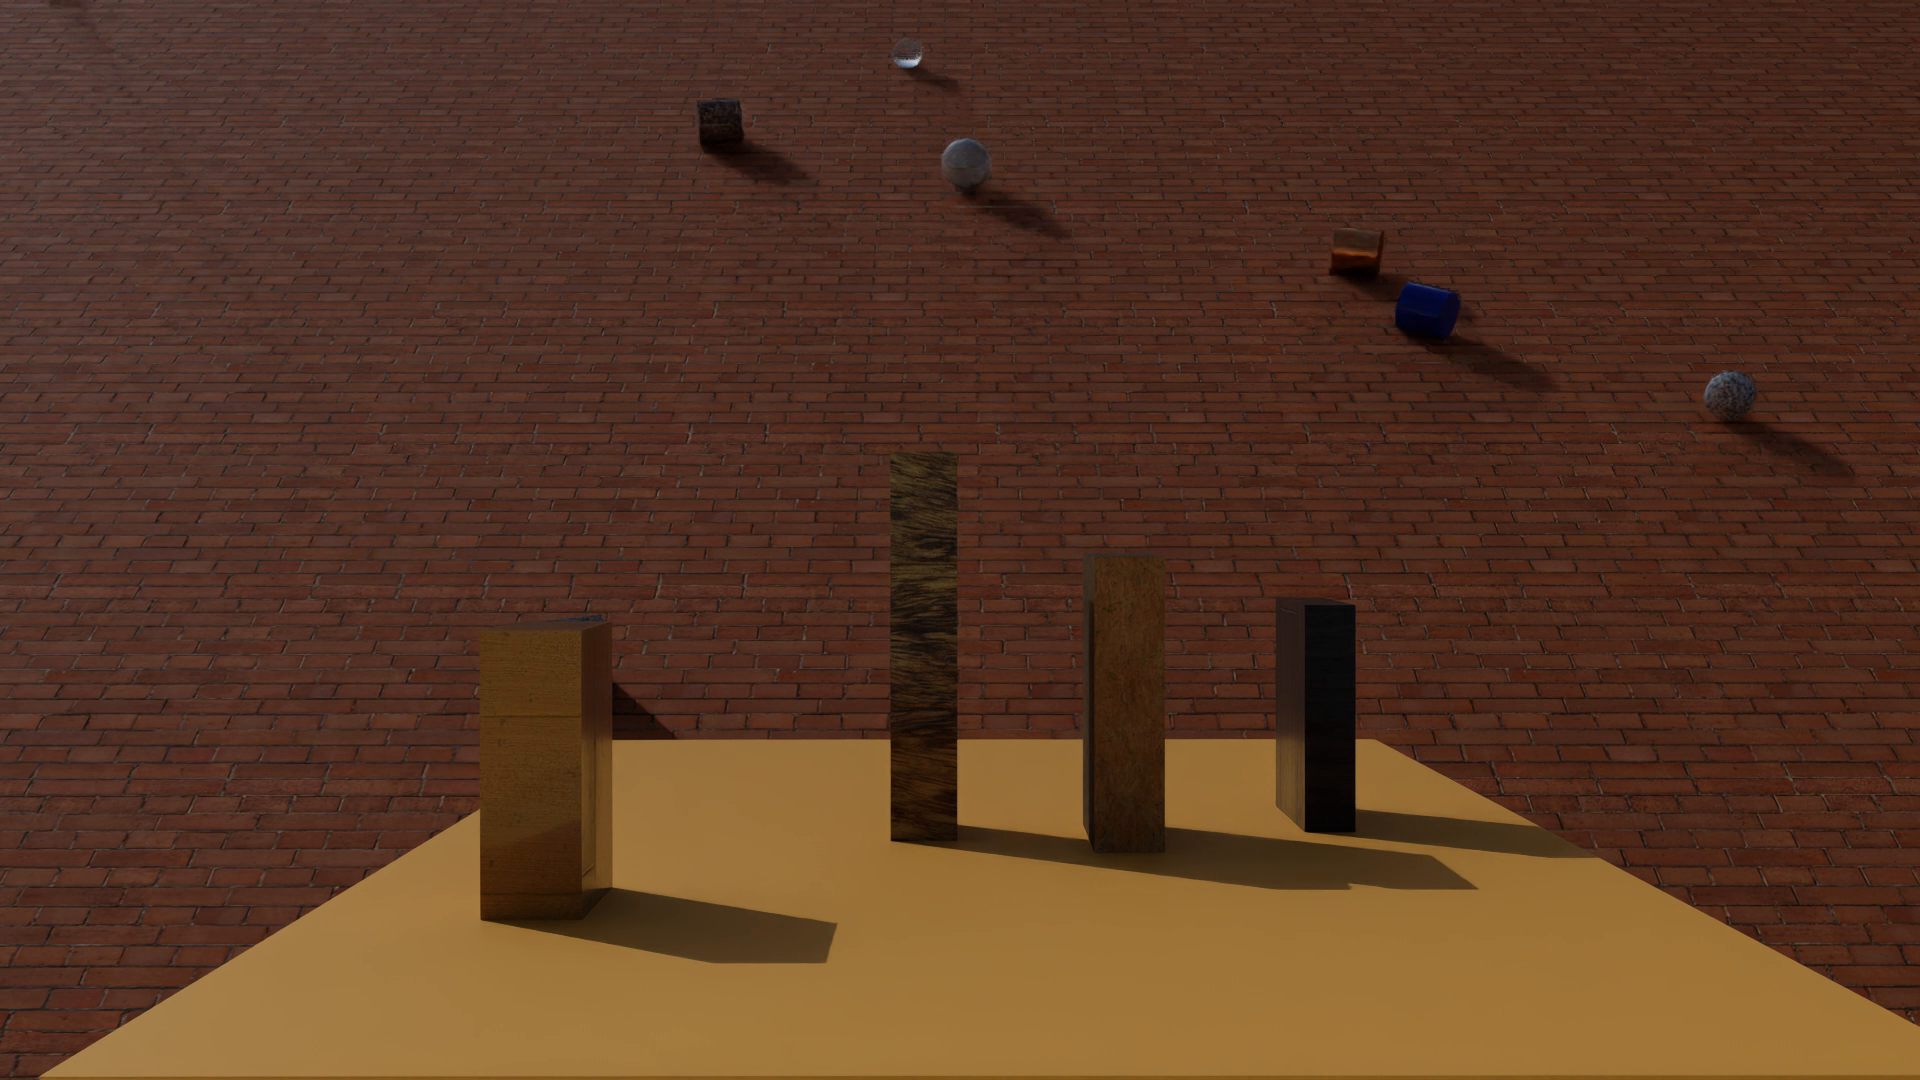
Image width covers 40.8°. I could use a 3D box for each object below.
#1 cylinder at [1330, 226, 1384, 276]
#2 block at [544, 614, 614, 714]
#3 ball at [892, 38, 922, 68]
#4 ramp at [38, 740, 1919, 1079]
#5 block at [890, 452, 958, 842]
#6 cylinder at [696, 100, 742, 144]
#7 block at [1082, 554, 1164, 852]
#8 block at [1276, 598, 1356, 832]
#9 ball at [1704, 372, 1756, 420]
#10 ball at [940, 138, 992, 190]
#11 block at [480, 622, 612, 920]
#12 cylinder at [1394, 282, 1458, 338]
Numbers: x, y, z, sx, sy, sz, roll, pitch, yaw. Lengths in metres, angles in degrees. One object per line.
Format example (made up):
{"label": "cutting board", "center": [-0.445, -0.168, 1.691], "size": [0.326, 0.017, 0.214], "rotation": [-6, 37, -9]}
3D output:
{"label": "cylinder", "center": [1.462, -1.062, 9.514], "size": [0.165, 0.165, 0.165], "rotation": [8, 30, 15]}
{"label": "block", "center": [-1.037, 0.341, 6.913], "size": [0.194, 0.194, 0.194], "rotation": [-6, 29, -11]}
{"label": "ball", "center": [-0.237, -2.183, 11.600], "size": [0.134, 0.134, 0.134], "rotation": [0, 29, 0]}
{"label": "ramp", "center": [0.064, 0.577, 4.622], "size": [2.000, 0.100, 4.000], "rotation": [0, 0, 0]}
{"label": "block", "center": [-0.064, 0.186, 4.651], "size": [0.117, 0.682, 0.247], "rotation": [0, 0, 0]}
{"label": "cylinder", "center": [-1.000, -1.737, 10.739], "size": [0.176, 0.176, 0.176], "rotation": [-5, 29, -9]}
{"label": "block", "center": [0.287, 0.277, 4.572], "size": [0.119, 0.501, 0.401], "rotation": [0, 0, 0]}
{"label": "block", "center": [0.667, 0.320, 4.872], "size": [0.091, 0.410, 0.427], "rotation": [0, 0, 0]}
{"label": "ball", "center": [2.511, -0.469, 8.433], "size": [0.160, 0.160, 0.160], "rotation": [0, 29, 0]}
{"label": "ball", "center": [0.023, -1.493, 10.267], "size": [0.201, 0.201, 0.201], "rotation": [0, 29, 0]}
{"label": "block", "center": [-0.605, 0.330, 3.803], "size": [0.143, 0.408, 0.324], "rotation": [0, 0, 0]}
{"label": "cylinder", "center": [1.632, -0.802, 9.034], "size": [0.166, 0.166, 0.166], "rotation": [17, 33, 30]}
